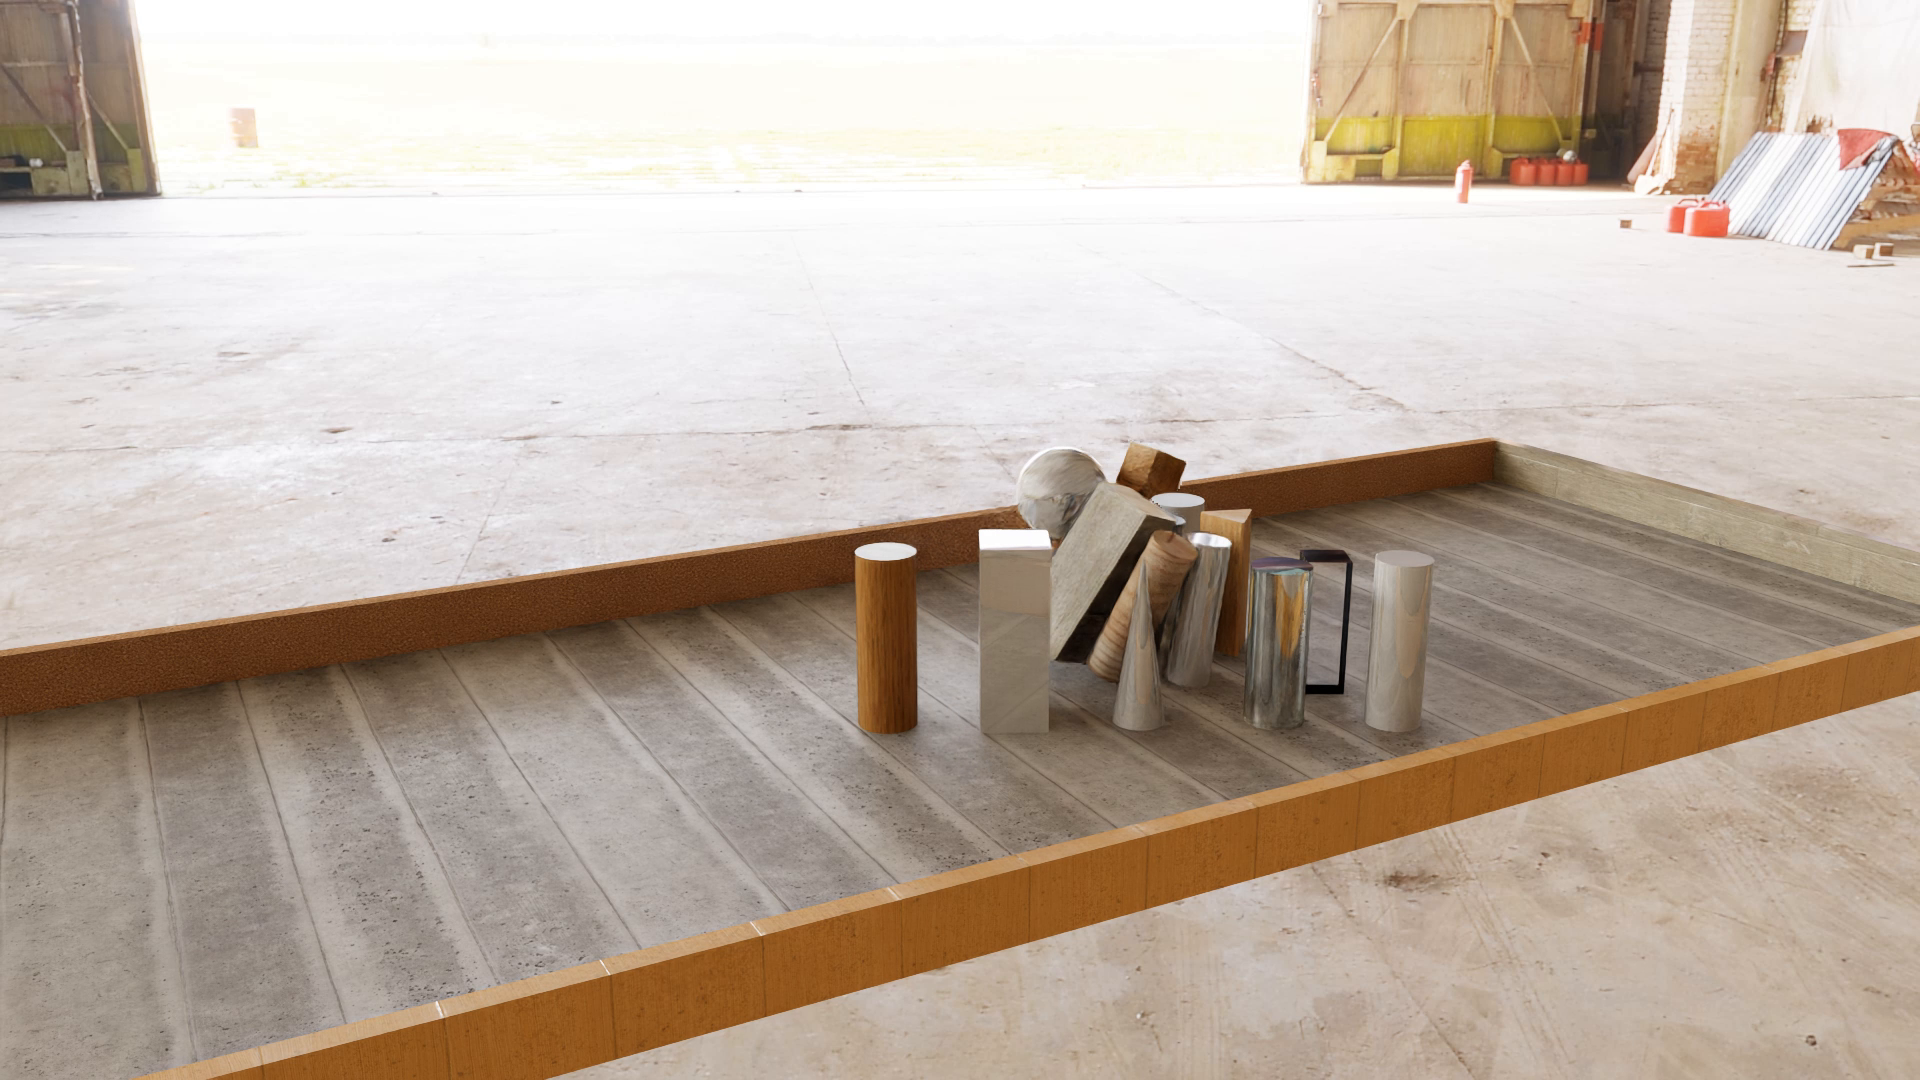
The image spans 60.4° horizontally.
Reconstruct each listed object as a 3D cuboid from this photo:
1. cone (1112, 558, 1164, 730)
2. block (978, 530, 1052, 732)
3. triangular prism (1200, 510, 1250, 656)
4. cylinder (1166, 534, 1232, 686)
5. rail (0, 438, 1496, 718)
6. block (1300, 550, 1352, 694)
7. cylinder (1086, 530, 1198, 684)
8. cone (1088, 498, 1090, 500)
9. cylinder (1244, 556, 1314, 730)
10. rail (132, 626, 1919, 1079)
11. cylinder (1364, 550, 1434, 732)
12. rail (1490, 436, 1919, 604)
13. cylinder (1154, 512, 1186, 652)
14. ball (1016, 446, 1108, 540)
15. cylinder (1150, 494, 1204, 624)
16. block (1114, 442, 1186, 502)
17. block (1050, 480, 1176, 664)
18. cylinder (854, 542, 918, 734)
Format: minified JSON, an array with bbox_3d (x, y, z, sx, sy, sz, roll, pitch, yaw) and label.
[{"bbox_3d":[0.422,0.229,3.845,0.124,0.411,0.124,0,16,0],"label":"cone"},{"bbox_3d":[0.125,0.213,3.845,0.159,0.443,0.159,0,16,-1],"label":"block"},{"bbox_3d":[0.721,0.105,4.353,0.120,0.364,0.139,-14,22,-40],"label":"triangular prism"},{"bbox_3d":[0.591,0.174,4.094,0.108,0.367,0.108,6,16,-2],"label":"cylinder"},{"bbox_3d":[-3.305,0.497,3.399,12.000,0.150,0.050,-9,18,-27],"label":"rail"},{"bbox_3d":[0.892,0.202,4.067,0.108,0.339,0.108,0,16,1],"label":"block"},{"bbox_3d":[0.446,0.168,4.068,0.120,0.390,0.120,19,28,-11],"label":"cylinder"},{"bbox_3d":[0.364,0.059,4.465,0.154,0.374,0.154,-6,16,2],"label":"cone"},{"bbox_3d":[0.743,0.242,3.857,0.142,0.380,0.142,0,16,0],"label":"cylinder"},{"bbox_3d":[-2.336,1.006,1.665,12.000,0.150,0.050,-9,18,-27],"label":"rail"},{"bbox_3d":[1.021,0.235,3.842,0.131,0.402,0.131,0,16,0],"label":"cylinder"},{"bbox_3d":[2.466,-0.048,5.253,0.050,0.150,2.100,-9,18,-27],"label":"rail"},{"bbox_3d":[0.474,0.105,4.331,0.171,0.351,0.171,9,13,-2],"label":"cylinder"},{"bbox_3d":[0.302,-0.138,4.848,0.276,0.276,0.276,0,16,0],"label":"ball"},{"bbox_3d":[0.598,0.051,4.582,0.147,0.337,0.147,0,16,0],"label":"cylinder"},{"bbox_3d":[0.516,-0.075,4.877,0.124,0.397,0.124,19,2,-37],"label":"block"},{"bbox_3d":[0.338,0.086,4.186,0.160,0.442,0.160,40,16,31],"label":"block"},{"bbox_3d":[-0.170,0.228,3.833,0.141,0.421,0.141,0,16,0],"label":"cylinder"}]
